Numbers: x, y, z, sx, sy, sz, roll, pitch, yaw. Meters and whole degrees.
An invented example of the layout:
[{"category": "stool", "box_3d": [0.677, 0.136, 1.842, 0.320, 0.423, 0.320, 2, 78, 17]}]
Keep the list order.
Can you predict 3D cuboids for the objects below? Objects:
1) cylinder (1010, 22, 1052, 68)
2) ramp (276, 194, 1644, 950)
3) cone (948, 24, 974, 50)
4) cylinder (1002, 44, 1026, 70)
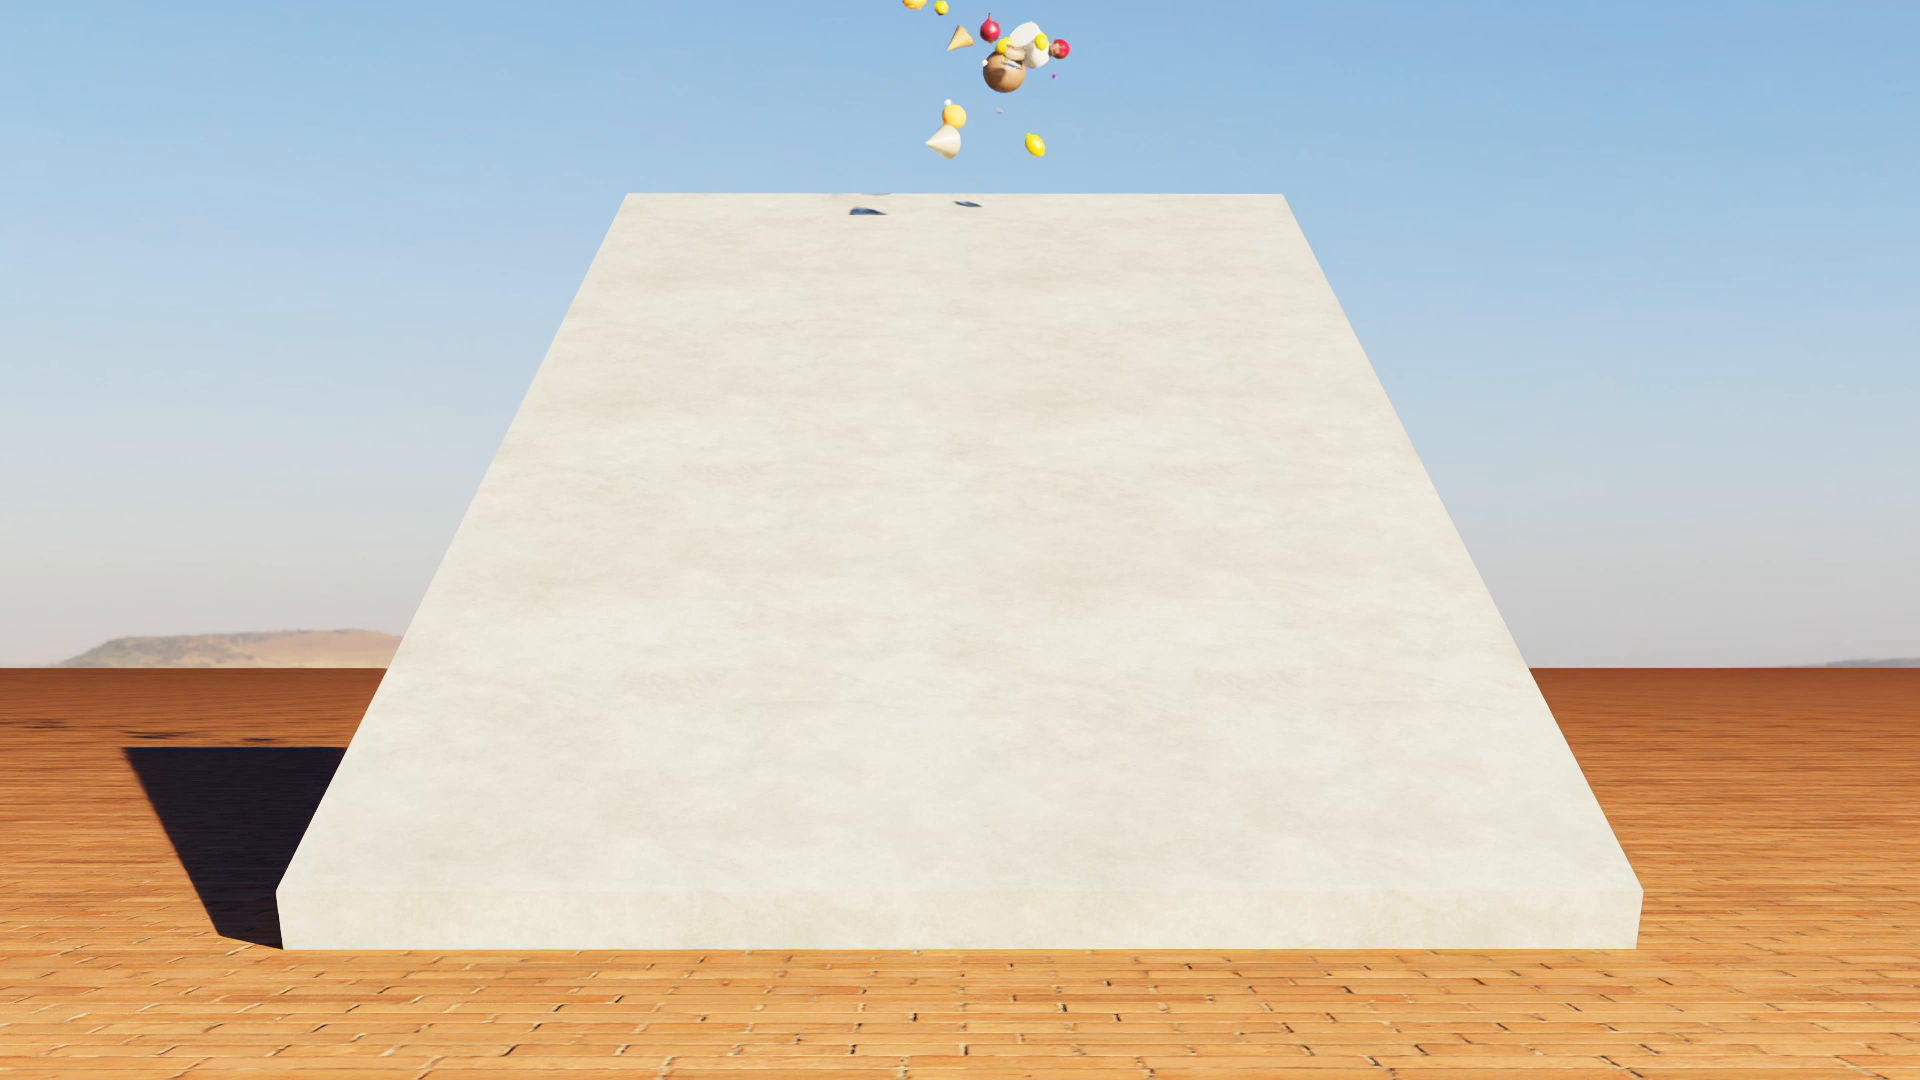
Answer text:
[{"category": "cylinder", "box_3d": [0.213, -1.485, 6.947, 0.097, 0.097, 0.097, -2, -33, 34]}, {"category": "ramp", "box_3d": [-0.007, -0.226, 5.242, 2.000, 0.100, 4.000, 0, 23, 0]}, {"category": "cone", "box_3d": [-0.012, -1.472, 6.849, 0.075, 0.075, 0.075, -39, -1, -4]}, {"category": "cylinder", "box_3d": [0.158, -1.414, 6.771, 0.060, 0.060, 0.060, 16, -5, -6]}]
